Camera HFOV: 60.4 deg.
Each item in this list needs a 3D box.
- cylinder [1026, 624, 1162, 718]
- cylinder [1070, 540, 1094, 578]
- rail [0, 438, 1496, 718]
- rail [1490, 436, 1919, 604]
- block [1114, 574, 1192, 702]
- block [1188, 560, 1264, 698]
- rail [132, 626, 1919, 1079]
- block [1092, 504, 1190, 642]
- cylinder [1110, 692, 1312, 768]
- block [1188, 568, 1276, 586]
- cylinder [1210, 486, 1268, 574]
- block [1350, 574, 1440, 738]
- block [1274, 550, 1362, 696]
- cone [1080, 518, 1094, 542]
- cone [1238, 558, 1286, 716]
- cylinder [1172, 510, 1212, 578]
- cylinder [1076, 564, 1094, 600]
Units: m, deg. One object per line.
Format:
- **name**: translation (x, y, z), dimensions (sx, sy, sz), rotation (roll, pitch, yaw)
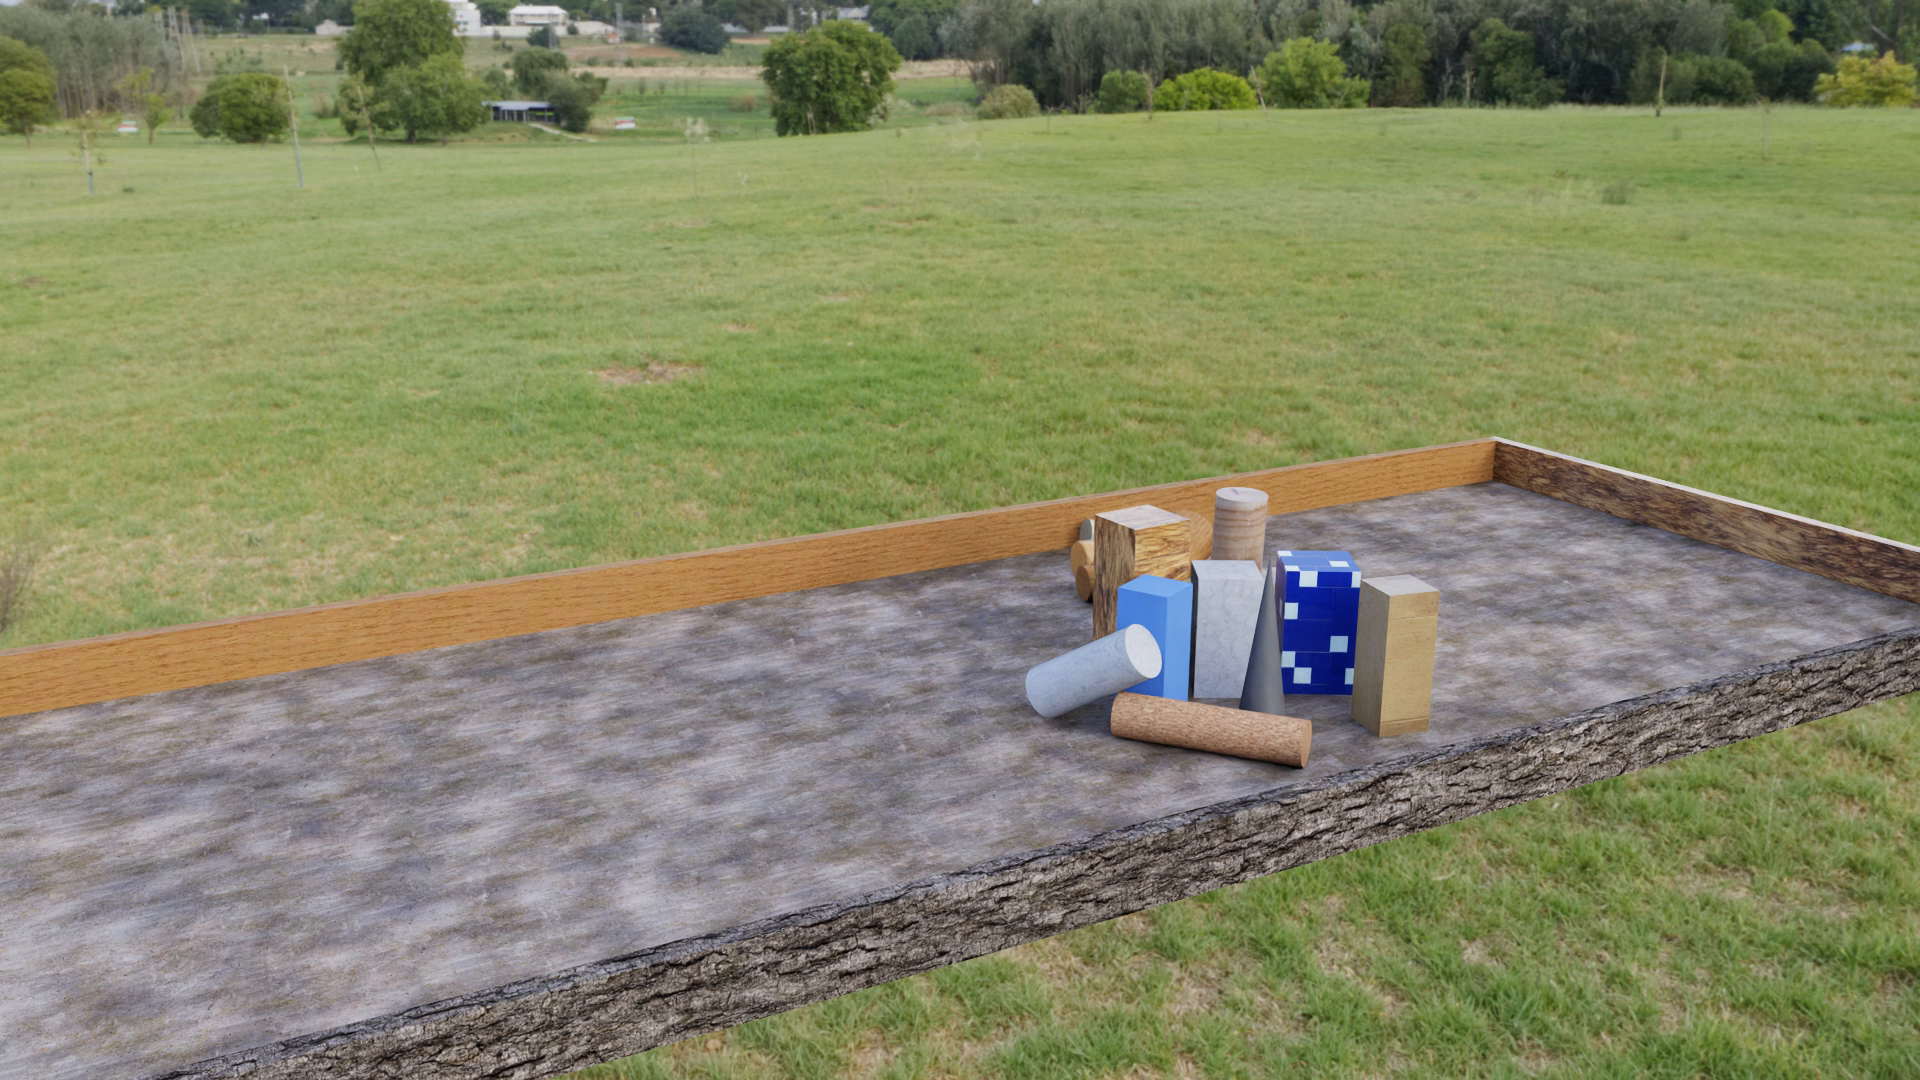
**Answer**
- **cylinder**: translation (0.308, 0.307, 3.831), dimensions (0.306, 0.129, 0.129), rotation (-27, -3, 38)
- **cylinder**: translation (0.504, 0.053, 4.952), dimensions (0.322, 0.125, 0.125), rotation (-6, 17, -20)
- **rail**: translation (-3.305, 0.497, 3.399), dimensions (12.000, 0.150, 0.050), rotation (-9, 18, -27)
- **rail**: translation (2.466, -0.048, 5.253), dimensions (0.050, 0.150, 2.100), rotation (-9, 18, -27)
- **block**: translation (0.454, 0.263, 3.878), dimensions (0.128, 0.328, 0.128), rotation (11, 20, 33)
- **block**: translation (0.652, 0.219, 4.070), dimensions (0.155, 0.305, 0.155), rotation (0, 16, 1)
- **rail**: translation (-2.336, 1.006, 1.665), dimensions (12.000, 0.150, 0.050), rotation (-9, 18, -27)
- **block**: translation (0.443, 0.153, 4.055), dimensions (0.164, 0.437, 0.164), rotation (-11, 19, -30)
- **cylinder**: translation (0.565, 0.425, 3.723), dimensions (0.436, 0.105, 0.105), rotation (7, 18, 23)
- **block**: translation (0.839, 0.164, 4.563), dimensions (0.437, 0.131, 0.131), rotation (-7, 18, -21)
- **cylinder**: translation (0.723, 0.080, 4.329), dimensions (0.135, 0.418, 0.135), rotation (2, 18, -1)
- **block**: translation (1.009, 0.268, 3.834), dimensions (0.129, 0.344, 0.129), rotation (-5, 17, -16)
- **block**: translation (0.881, 0.203, 4.101), dimensions (0.177, 0.317, 0.177), rotation (1, 16, 3)
- **cone**: translation (0.566, -0.006, 5.281), dimensions (0.352, 0.105, 0.105), rotation (4, 15, -18)
- **cone**: translation (0.712, 0.230, 3.841), dimensions (0.116, 0.412, 0.116), rotation (0, 16, 0)
- **cylinder**: translation (0.576, 0.078, 4.637), dimensions (0.164, 0.164, 0.382), rotation (9, 33, 27)
- **cylinder**: translation (0.519, 0.107, 4.808), dimensions (0.352, 0.102, 0.102), rotation (-6, 17, -20)
